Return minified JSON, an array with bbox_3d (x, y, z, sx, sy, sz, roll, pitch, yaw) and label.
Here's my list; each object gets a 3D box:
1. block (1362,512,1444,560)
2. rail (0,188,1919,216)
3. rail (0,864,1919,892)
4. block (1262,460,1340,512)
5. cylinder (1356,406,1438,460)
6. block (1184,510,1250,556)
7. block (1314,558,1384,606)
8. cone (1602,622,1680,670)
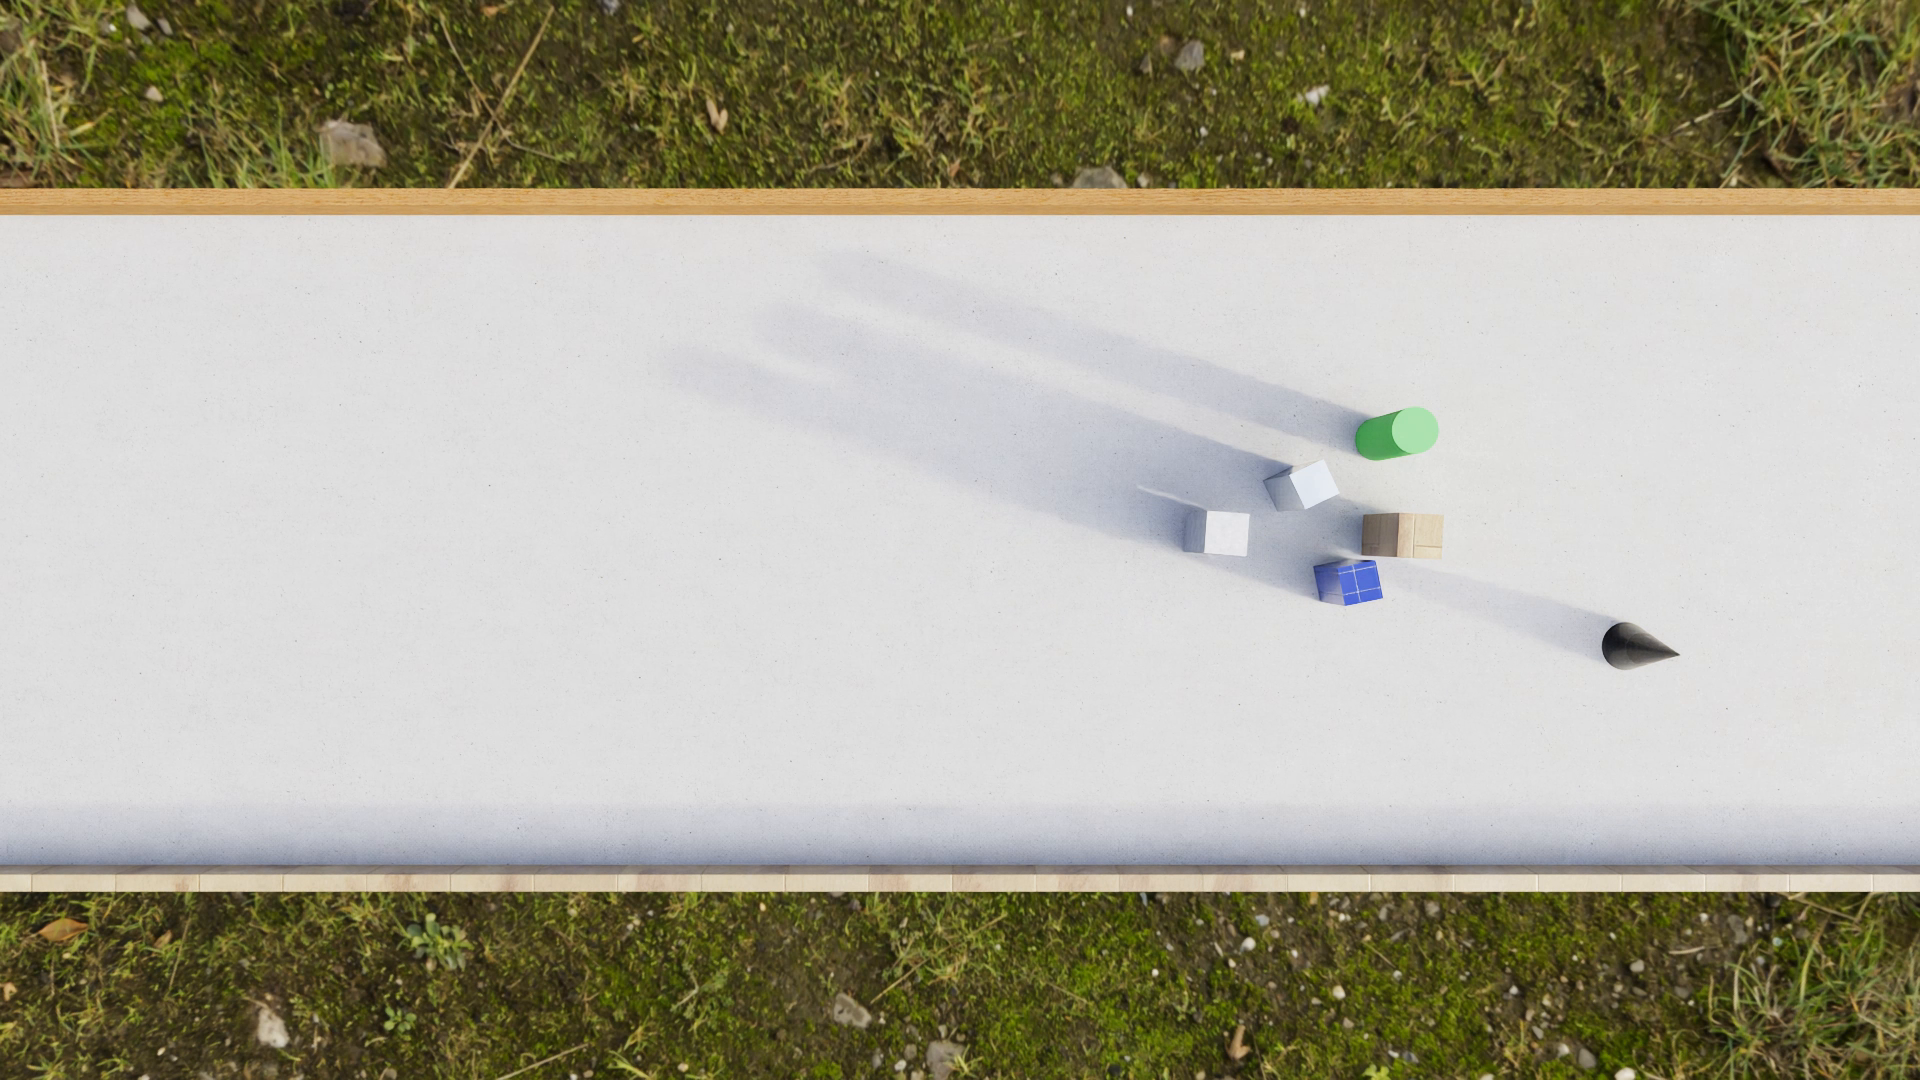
[{"bbox_3d":[1.301,-0.011,4.867,0.126,0.418,0.126,3,90,0],"label":"block"},{"bbox_3d":[-2.247,-1.025,5.002,12.000,0.150,0.050,0,90,0],"label":"rail"},{"bbox_3d":[-2.247,1.025,5.001,12.000,0.150,0.050,0,90,0],"label":"rail"},{"bbox_3d":[1.002,-0.158,4.869,0.107,0.414,0.107,-25,90,0],"label":"block"},{"bbox_3d":[1.282,-0.309,4.860,0.132,0.434,0.132,0,90,0],"label":"cylinder"},{"bbox_3d":[0.753,-0.018,4.866,0.119,0.421,0.119,4,90,0],"label":"block"},{"bbox_3d":[1.153,0.124,4.912,0.112,0.329,0.112,-12,90,0],"label":"block"},{"bbox_3d":[2.049,0.327,4.882,0.149,0.389,0.149,0,90,0],"label":"cone"}]
